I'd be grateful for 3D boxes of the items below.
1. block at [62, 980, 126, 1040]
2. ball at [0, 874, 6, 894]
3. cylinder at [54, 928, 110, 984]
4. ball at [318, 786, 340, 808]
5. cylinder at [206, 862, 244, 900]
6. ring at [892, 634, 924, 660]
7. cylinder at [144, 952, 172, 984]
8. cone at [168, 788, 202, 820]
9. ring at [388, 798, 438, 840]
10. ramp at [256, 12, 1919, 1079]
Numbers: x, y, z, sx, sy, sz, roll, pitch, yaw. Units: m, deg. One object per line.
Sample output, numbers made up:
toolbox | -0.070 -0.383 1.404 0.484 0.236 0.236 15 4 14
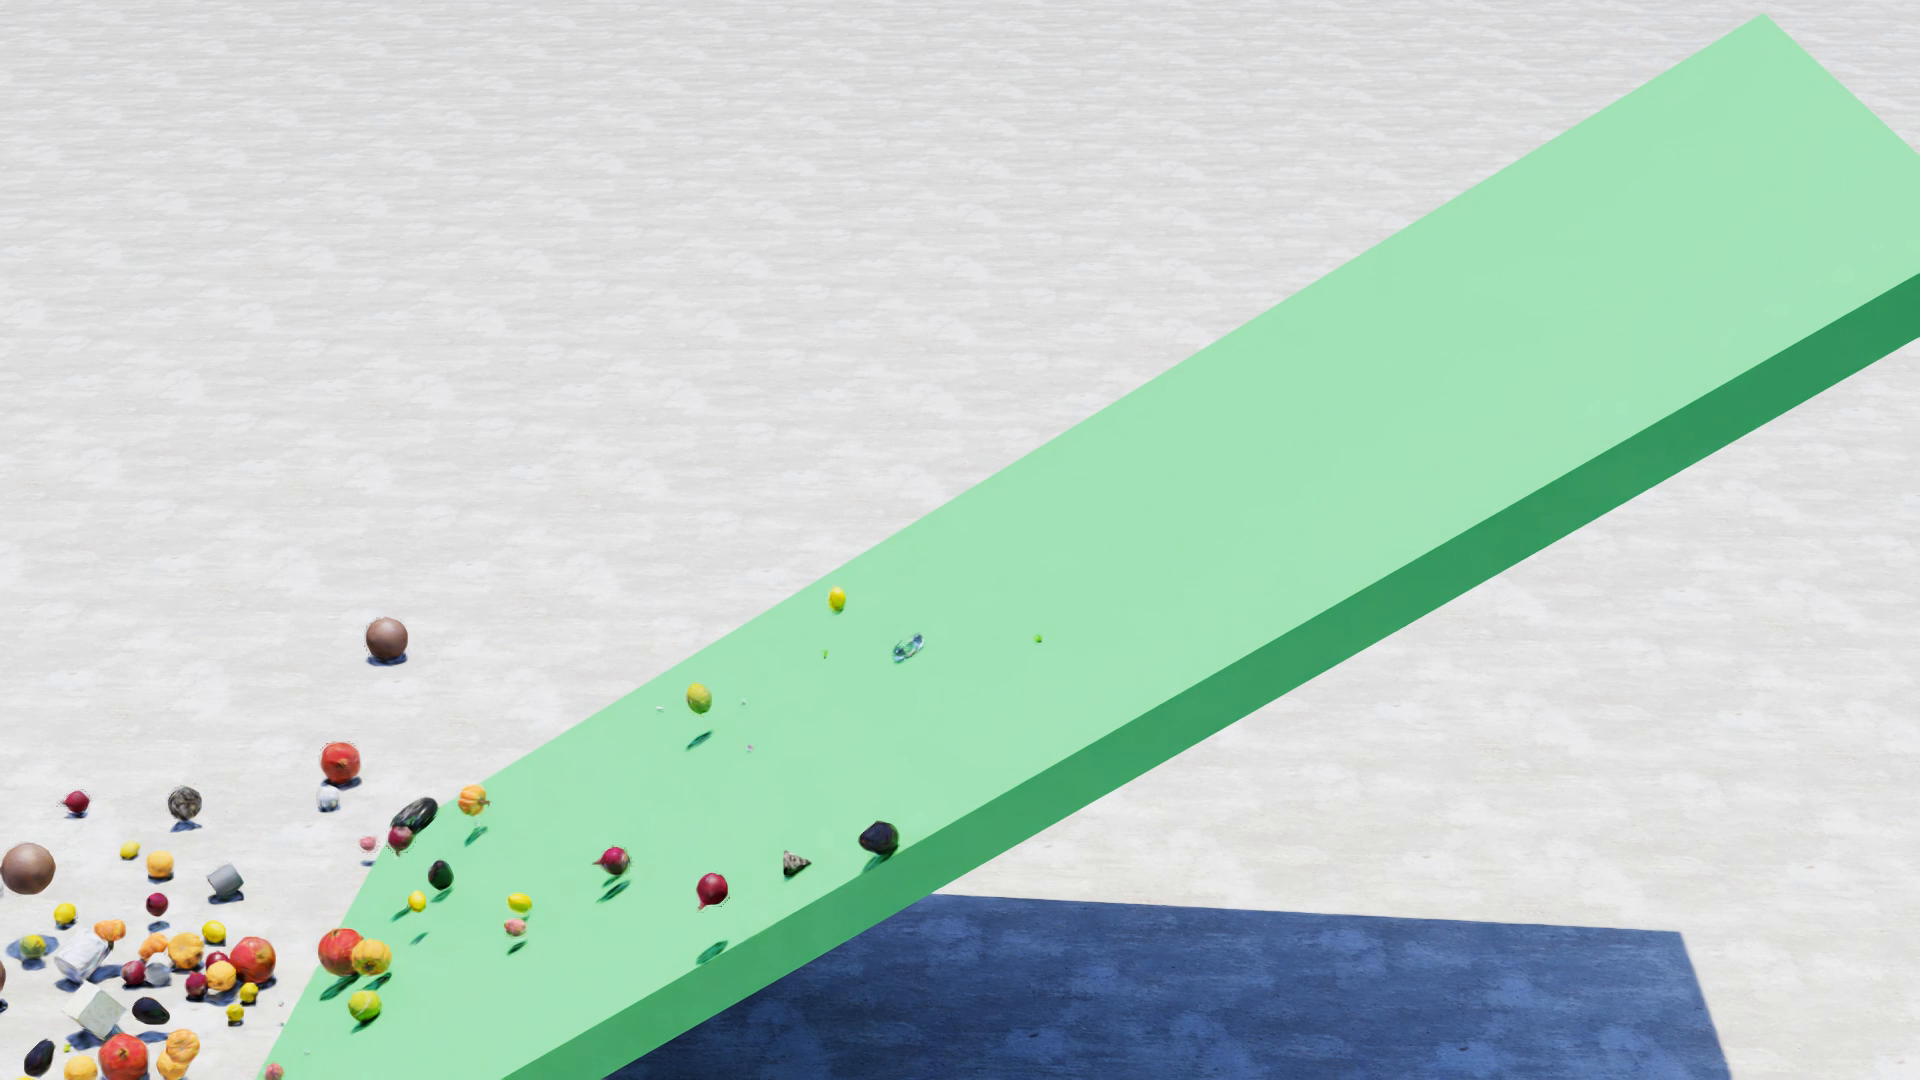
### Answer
block | -2.024 1.098 6.875 0.088 0.088 0.088 9 56 51
ball | -2.491 0.882 7.550 0.075 0.075 0.075 0 20 0
cylinder | -2.131 1.009 7.134 0.094 0.094 0.094 13 48 31
ball | -1.727 0.703 8.050 0.063 0.063 0.063 0 20 0
cylinder | -1.884 0.874 7.545 0.069 0.069 0.069 -34 33 -19
ring | -0.112 0.233 6.393 0.080 0.027 0.080 -33 15 10
cylinder | -1.944 1.040 7.132 0.060 0.060 0.060 -4 14 -10
cone | -2.101 0.709 7.955 0.090 0.090 0.090 -8 4 -21
ring | -1.413 0.721 7.607 0.147 0.049 0.147 -31 16 10
ramp | 0.139 0.171 6.296 4.000 0.100 2.000 -31 15 14
